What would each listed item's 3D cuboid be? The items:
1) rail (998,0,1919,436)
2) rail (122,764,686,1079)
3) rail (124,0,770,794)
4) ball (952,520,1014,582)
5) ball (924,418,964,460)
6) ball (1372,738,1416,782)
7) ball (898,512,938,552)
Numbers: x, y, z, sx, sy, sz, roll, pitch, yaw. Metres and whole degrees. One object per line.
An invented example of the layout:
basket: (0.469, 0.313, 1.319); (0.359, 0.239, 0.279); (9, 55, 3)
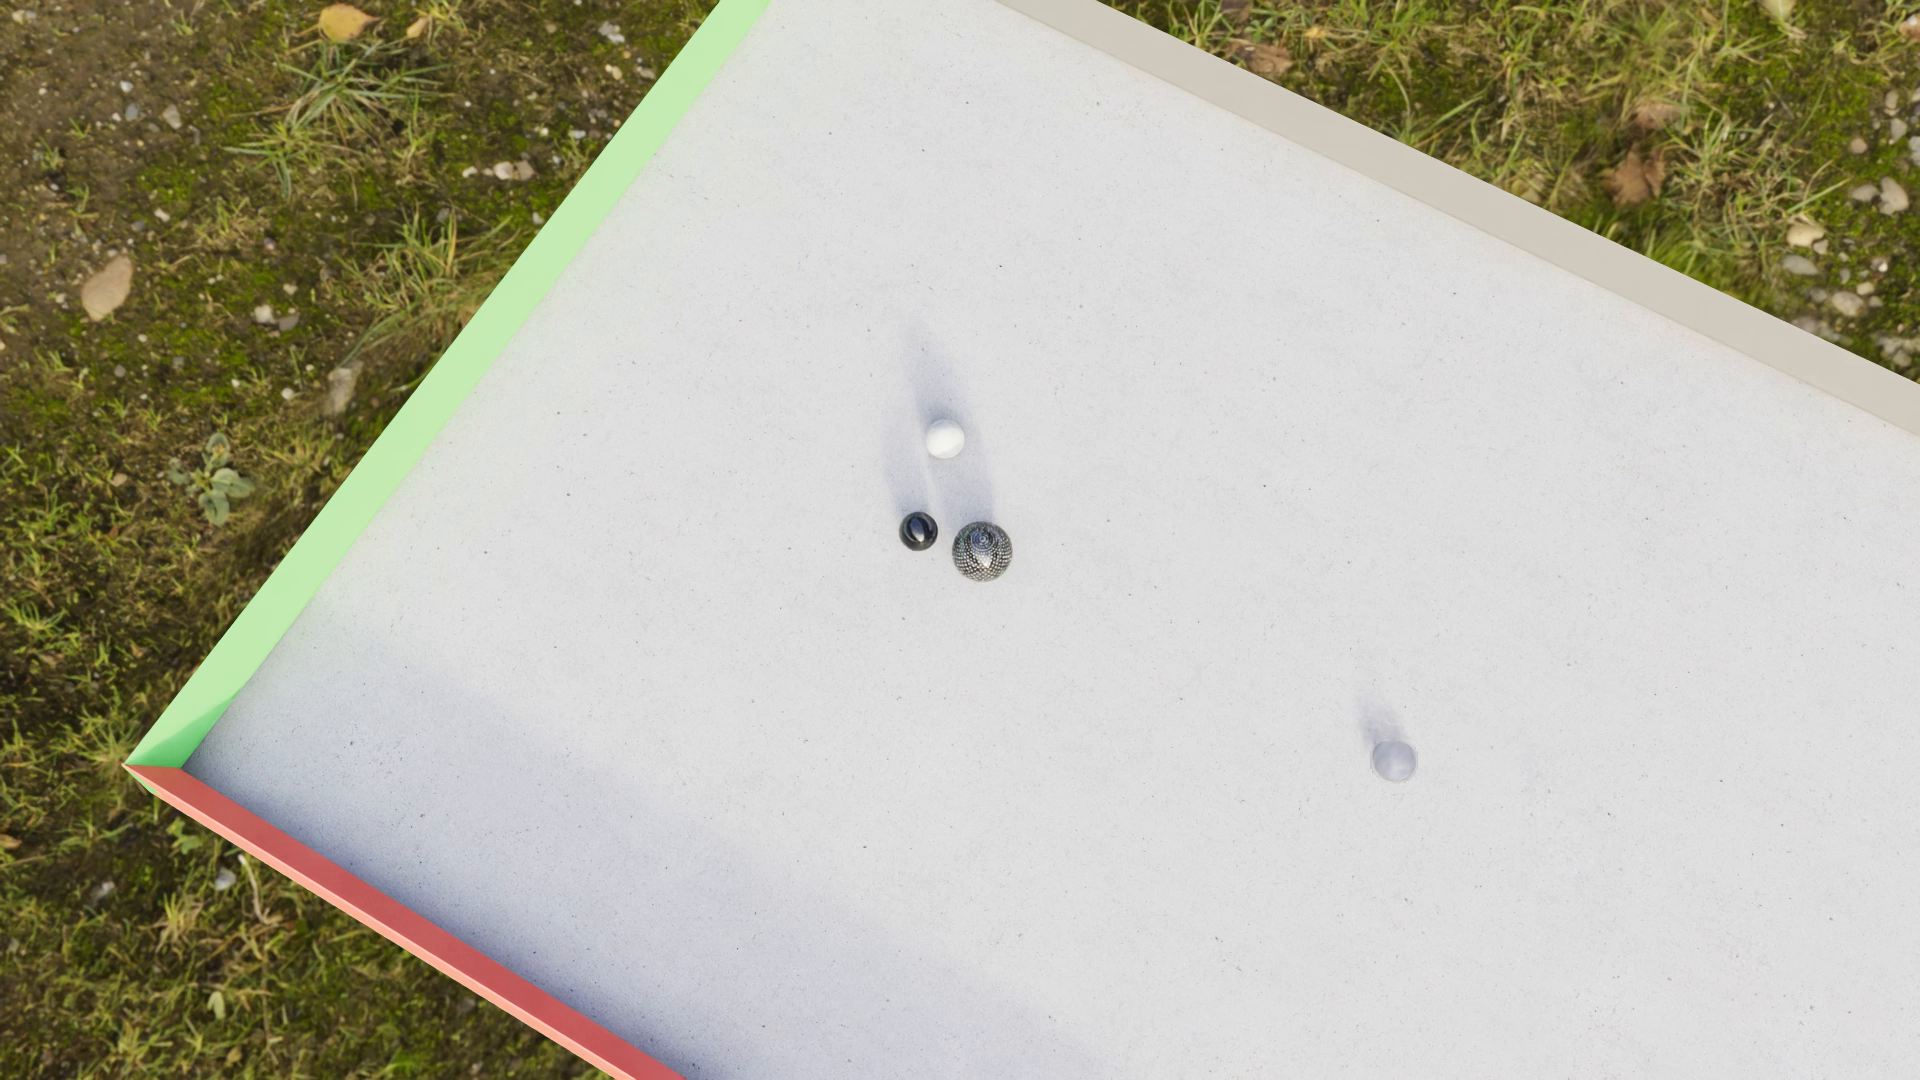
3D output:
rail: (1.246, -0.368, 3.691); (3.505, 0.129, 0.045); (28, 68, 12)
rail: (0.266, 1.152, 2.996); (3.505, 0.129, 0.045); (28, 68, 12)
rail: (-0.735, -0.403, 3.707); (0.045, 0.129, 1.984); (28, 68, 12)
ball: (0.036, 0.019, 3.531); (0.099, 0.099, 0.099); (0, 65, 0)
ball: (-0.025, -0.167, 3.634); (0.067, 0.067, 0.067); (0, 65, 0)
ball: (0.672, 0.341, 3.401); (0.068, 0.068, 0.068); (0, 65, 0)
ball: (-0.067, -0.013, 3.565); (0.065, 0.065, 0.065); (0, 65, 0)
